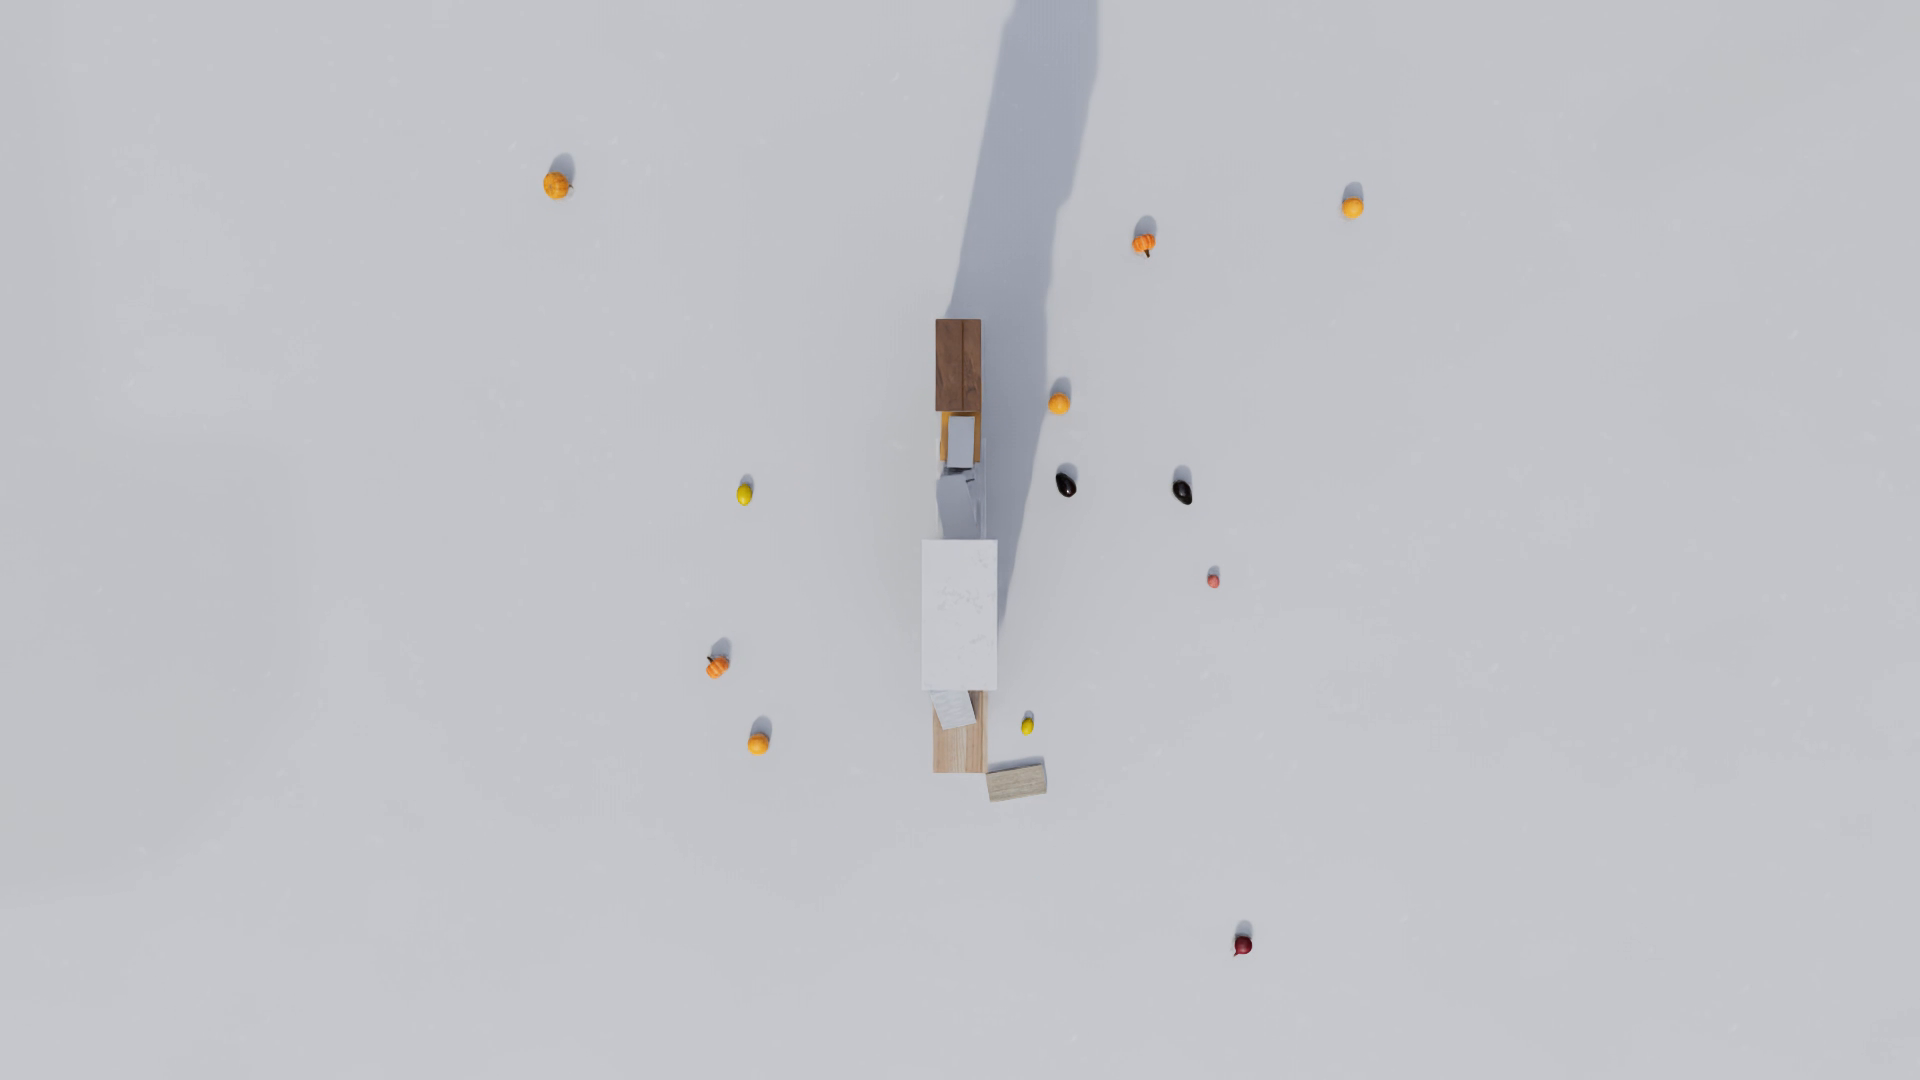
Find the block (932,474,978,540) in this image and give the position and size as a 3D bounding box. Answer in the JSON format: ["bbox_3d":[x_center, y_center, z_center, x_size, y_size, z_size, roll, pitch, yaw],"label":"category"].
[{"bbox_3d":[-0.012,-0.077,4.242,0.086,0.024,0.171,-14,90,0],"label":"block"}]

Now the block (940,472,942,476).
[{"bbox_3d":[-0.006,-0.173,4.542,0.091,0.182,0.026,-2,90,0],"label":"block"}]

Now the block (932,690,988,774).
[{"bbox_3d":[0.000,0.496,4.619,0.154,0.044,0.308,0,90,0],"label":"block"}]

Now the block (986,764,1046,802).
[{"bbox_3d":[0.186,0.810,5.486,0.191,0.027,0.095,-10,90,0],"label":"block"}]

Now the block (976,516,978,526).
[{"bbox_3d":[0.002,-0.051,4.551,0.091,0.199,0.026,1,90,0],"label":"block"}]

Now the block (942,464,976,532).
[{"bbox_3d":[-0.002,-0.112,4.438,0.091,0.026,0.182,0,90,0],"label":"block"}]

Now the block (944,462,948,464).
[{"bbox_3d":[-0.006,-0.182,4.644,0.081,0.023,0.163,0,90,0],"label":"block"}]

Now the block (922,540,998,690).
[{"bbox_3d":[-0.002,0.177,3.925,0.178,0.050,0.356,0,90,0],"label":"block"}]

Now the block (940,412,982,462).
[{"bbox_3d":[0.003,-0.314,4.373,0.106,0.030,0.211,2,90,0],"label":"block"}]

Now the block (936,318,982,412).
[{"bbox_3d":[-0.004,-0.435,4.114,0.114,0.032,0.229,0,90,0],"label":"block"}]

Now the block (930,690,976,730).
[{"bbox_3d":[-0.018,0.440,4.403,0.095,0.402,0.027,-12,70,0],"label":"block"}]

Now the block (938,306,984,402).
[{"bbox_3d":[0.003,-0.522,4.619,0.131,0.037,0.263,0,90,0],"label":"block"}]

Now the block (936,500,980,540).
[{"bbox_3d":[-0.004,0.010,4.837,0.129,0.036,0.257,0,90,0],"label":"block"}]

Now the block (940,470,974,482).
[{"bbox_3d":[-0.007,-0.162,4.340,0.086,0.171,0.024,-13,90,0],"label":"block"}]

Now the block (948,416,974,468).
[{"bbox_3d":[0.002,-0.250,4.219,0.065,0.018,0.131,2,90,0],"label":"block"}]

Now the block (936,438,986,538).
[{"bbox_3d":[0.004,-0.160,5.165,0.157,0.044,0.313,0,90,0],"label":"block"}]

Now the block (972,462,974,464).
[{"bbox_3d":[0.002,-0.209,4.293,0.065,0.130,0.018,-1,90,0],"label":"block"}]
